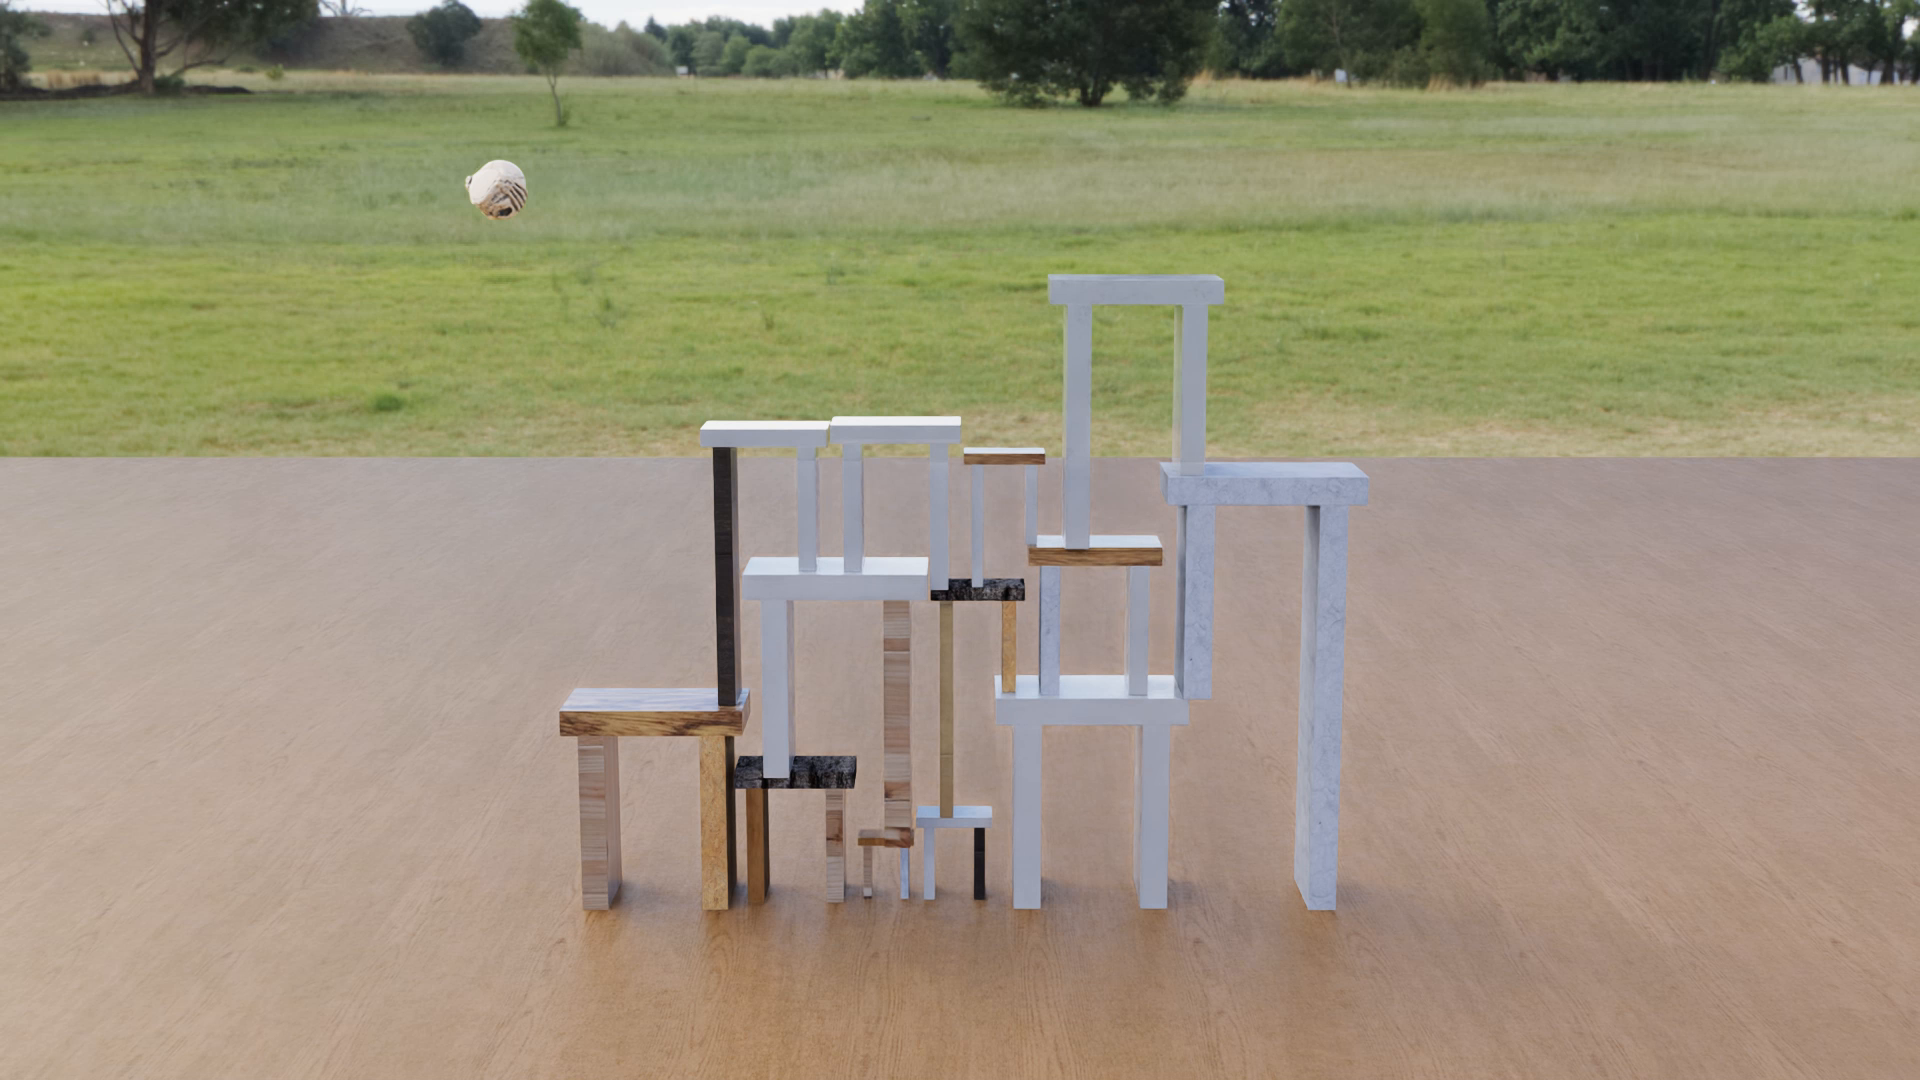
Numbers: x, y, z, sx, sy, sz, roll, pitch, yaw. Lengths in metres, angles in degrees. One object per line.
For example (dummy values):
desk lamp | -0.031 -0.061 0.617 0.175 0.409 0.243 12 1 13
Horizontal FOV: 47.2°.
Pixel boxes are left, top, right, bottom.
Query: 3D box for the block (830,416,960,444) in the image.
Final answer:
block | -0.102 -0.176 3.527 0.207 0.029 0.103 0 11 0

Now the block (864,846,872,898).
block | -0.153 0.545 3.660 0.013 0.092 0.046 0 11 0

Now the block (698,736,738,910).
block | -0.400 0.446 3.638 0.042 0.293 0.147 0 11 0

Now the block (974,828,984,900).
block | 0.032 0.529 3.659 0.018 0.124 0.062 0 11 0

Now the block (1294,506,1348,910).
block | 0.591 0.260 3.608 0.045 0.670 0.158 0 11 0

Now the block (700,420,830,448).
block | -0.311 -0.170 3.531 0.201 0.028 0.100 0 11 0

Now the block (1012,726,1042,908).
block | 0.110 0.437 3.645 0.044 0.311 0.155 0 11 0

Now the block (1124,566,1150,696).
block | 0.288 0.137 3.585 0.030 0.213 0.107 0 11 0

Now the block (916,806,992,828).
block | -0.009 0.459 3.646 0.124 0.018 0.062 0 11 0

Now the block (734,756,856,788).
block | -0.271 0.384 3.635 0.195 0.028 0.098 0 11 0

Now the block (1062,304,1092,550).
block | 0.187 -0.188 3.524 0.038 0.387 0.135 0 11 0

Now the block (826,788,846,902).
block | -0.206 0.493 3.656 0.028 0.195 0.098 0 11 0

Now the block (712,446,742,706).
block | -0.378 0.052 3.573 0.028 0.424 0.100 0 11 0

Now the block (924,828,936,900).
block | -0.051 0.529 3.659 0.018 0.124 0.062 0 11 0

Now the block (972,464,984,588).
block | 0.028 -0.028 3.557 0.018 0.199 0.065 0 11 0

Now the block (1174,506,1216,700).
block | 0.381 0.086 3.576 0.045 0.316 0.158 0 11 0

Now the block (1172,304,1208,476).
block | 0.367 -0.246 3.512 0.038 0.270 0.135 0 11 0

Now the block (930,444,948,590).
block | -0.033 -0.046 3.551 0.029 0.237 0.103 0 11 0

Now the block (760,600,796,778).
block | -0.297 0.227 3.599 0.042 0.293 0.147 0 11 0

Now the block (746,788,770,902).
block | -0.336 0.493 3.656 0.028 0.195 0.098 0 11 0

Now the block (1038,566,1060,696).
block | 0.145 0.137 3.585 0.030 0.213 0.107 0 11 0

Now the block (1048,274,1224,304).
block | 0.276 -0.397 3.483 0.270 0.038 0.135 0 11 1

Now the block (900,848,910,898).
block | -0.092 0.545 3.660 0.013 0.092 0.046 0 11 0

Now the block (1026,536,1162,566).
block | 0.217 0.017 3.563 0.213 0.030 0.107 0 11 0

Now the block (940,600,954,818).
block | -0.022 0.271 3.614 0.022 0.365 0.076 0 11 0

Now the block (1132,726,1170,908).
block | 0.317 0.436 3.645 0.044 0.310 0.155 0 11 0

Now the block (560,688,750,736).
block | -0.497 0.282 3.608 0.293 0.042 0.147 0 11 0

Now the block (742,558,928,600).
block | -0.199 0.062 3.568 0.293 0.042 0.147 0 11 0

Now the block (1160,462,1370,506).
block | 0.486 -0.091 3.543 0.316 0.045 0.158 0 11 0

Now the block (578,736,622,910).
block | -0.595 0.446 3.638 0.042 0.293 0.147 0 11 0

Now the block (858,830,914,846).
block | -0.123 0.494 3.650 0.092 0.013 0.046 0 11 0

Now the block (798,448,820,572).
block | -0.244 -0.058 3.552 0.028 0.201 0.100 0 11 0

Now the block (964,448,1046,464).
block | 0.071 -0.135 3.537 0.130 0.018 0.065 0 11 0

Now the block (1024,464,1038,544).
block | 0.115 -0.062 3.551 0.018 0.130 0.065 0 11 0

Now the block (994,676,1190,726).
block | 0.213 0.262 3.613 0.310 0.044 0.155 0 11 0

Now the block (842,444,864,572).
block | -0.171 -0.060 3.548 0.029 0.207 0.103 0 11 0

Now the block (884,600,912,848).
block | -0.101 0.285 3.609 0.042 0.412 0.147 0 11 0

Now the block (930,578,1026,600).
block | 0.029 0.081 3.578 0.152 0.022 0.076 0 11 0

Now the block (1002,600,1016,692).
block | 0.080 0.166 3.594 0.022 0.152 0.076 0 11 0
